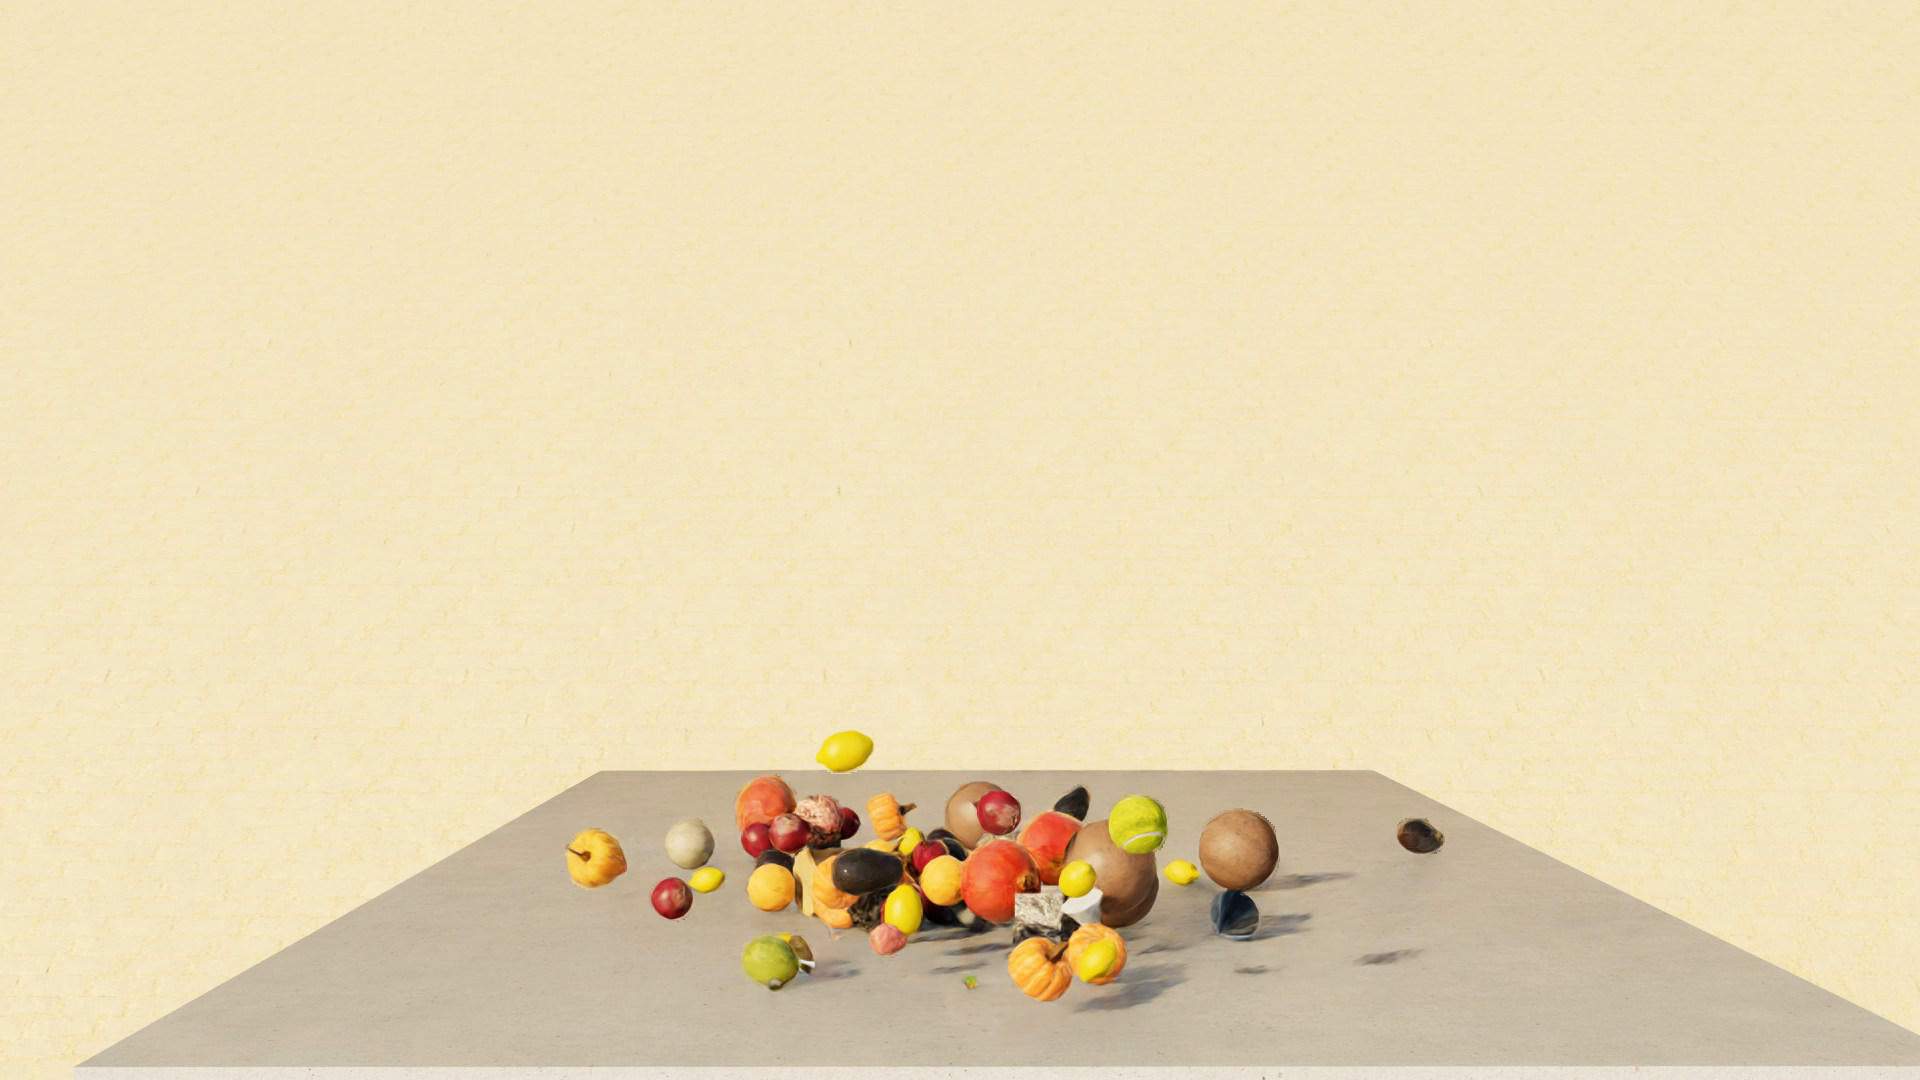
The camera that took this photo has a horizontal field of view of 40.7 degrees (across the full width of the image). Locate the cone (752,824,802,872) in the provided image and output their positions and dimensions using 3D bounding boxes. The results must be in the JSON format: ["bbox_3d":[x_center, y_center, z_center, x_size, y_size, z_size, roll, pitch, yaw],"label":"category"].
[{"bbox_3d":[-0.321,0.552,4.479,0.087,0.087,0.087,2,24,3],"label":"cone"}]

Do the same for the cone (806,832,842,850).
[{"bbox_3d":[-0.245,0.537,4.649,0.065,0.065,0.065,-1,-6,-2],"label":"cone"}]

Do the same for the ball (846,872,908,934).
[{"bbox_3d":[-0.118,0.518,3.700,0.089,0.089,0.089,0,32,0],"label":"ball"}]

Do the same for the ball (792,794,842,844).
[{"bbox_3d":[-0.214,0.420,3.897,0.075,0.075,0.075,0,32,0],"label":"ball"}]

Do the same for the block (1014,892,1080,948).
[{"bbox_3d":[0.119,0.520,3.548,0.069,0.069,0.069,-1,-10,23],"label":"block"}]

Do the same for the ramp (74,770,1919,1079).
[{"bbox_3d":[0.071,0.624,4.711,2.000,0.100,4.000,0,-1,0],"label":"ramp"}]

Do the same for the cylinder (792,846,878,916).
[{"bbox_3d":[-0.188,0.515,3.918,0.098,0.098,0.098,0,29,-27],"label":"cylinder"}]

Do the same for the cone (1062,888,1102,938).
[{"bbox_3d":[0.173,0.502,3.426,0.059,0.059,0.059,-23,15,7],"label":"cone"}]

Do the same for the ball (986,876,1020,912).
[{"bbox_3d":[0.064,0.537,3.929,0.056,0.056,0.056,0,32,0],"label":"ball"}]

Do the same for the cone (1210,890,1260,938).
[{"bbox_3d":[0.370,0.535,3.604,0.073,0.073,0.073,14,20,21],"label":"cone"}]

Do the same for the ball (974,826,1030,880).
[{"bbox_3d":[0.070,0.524,4.318,0.091,0.091,0.091,0,32,0],"label":"ball"}]

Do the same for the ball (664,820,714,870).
[{"bbox_3d":[-0.469,0.529,4.500,0.086,0.086,0.086,0,32,0],"label":"ball"}]

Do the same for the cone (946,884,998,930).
[{"bbox_3d":[0.021,0.546,3.742,0.075,0.075,0.075,-4,17,-6],"label":"cone"}]
